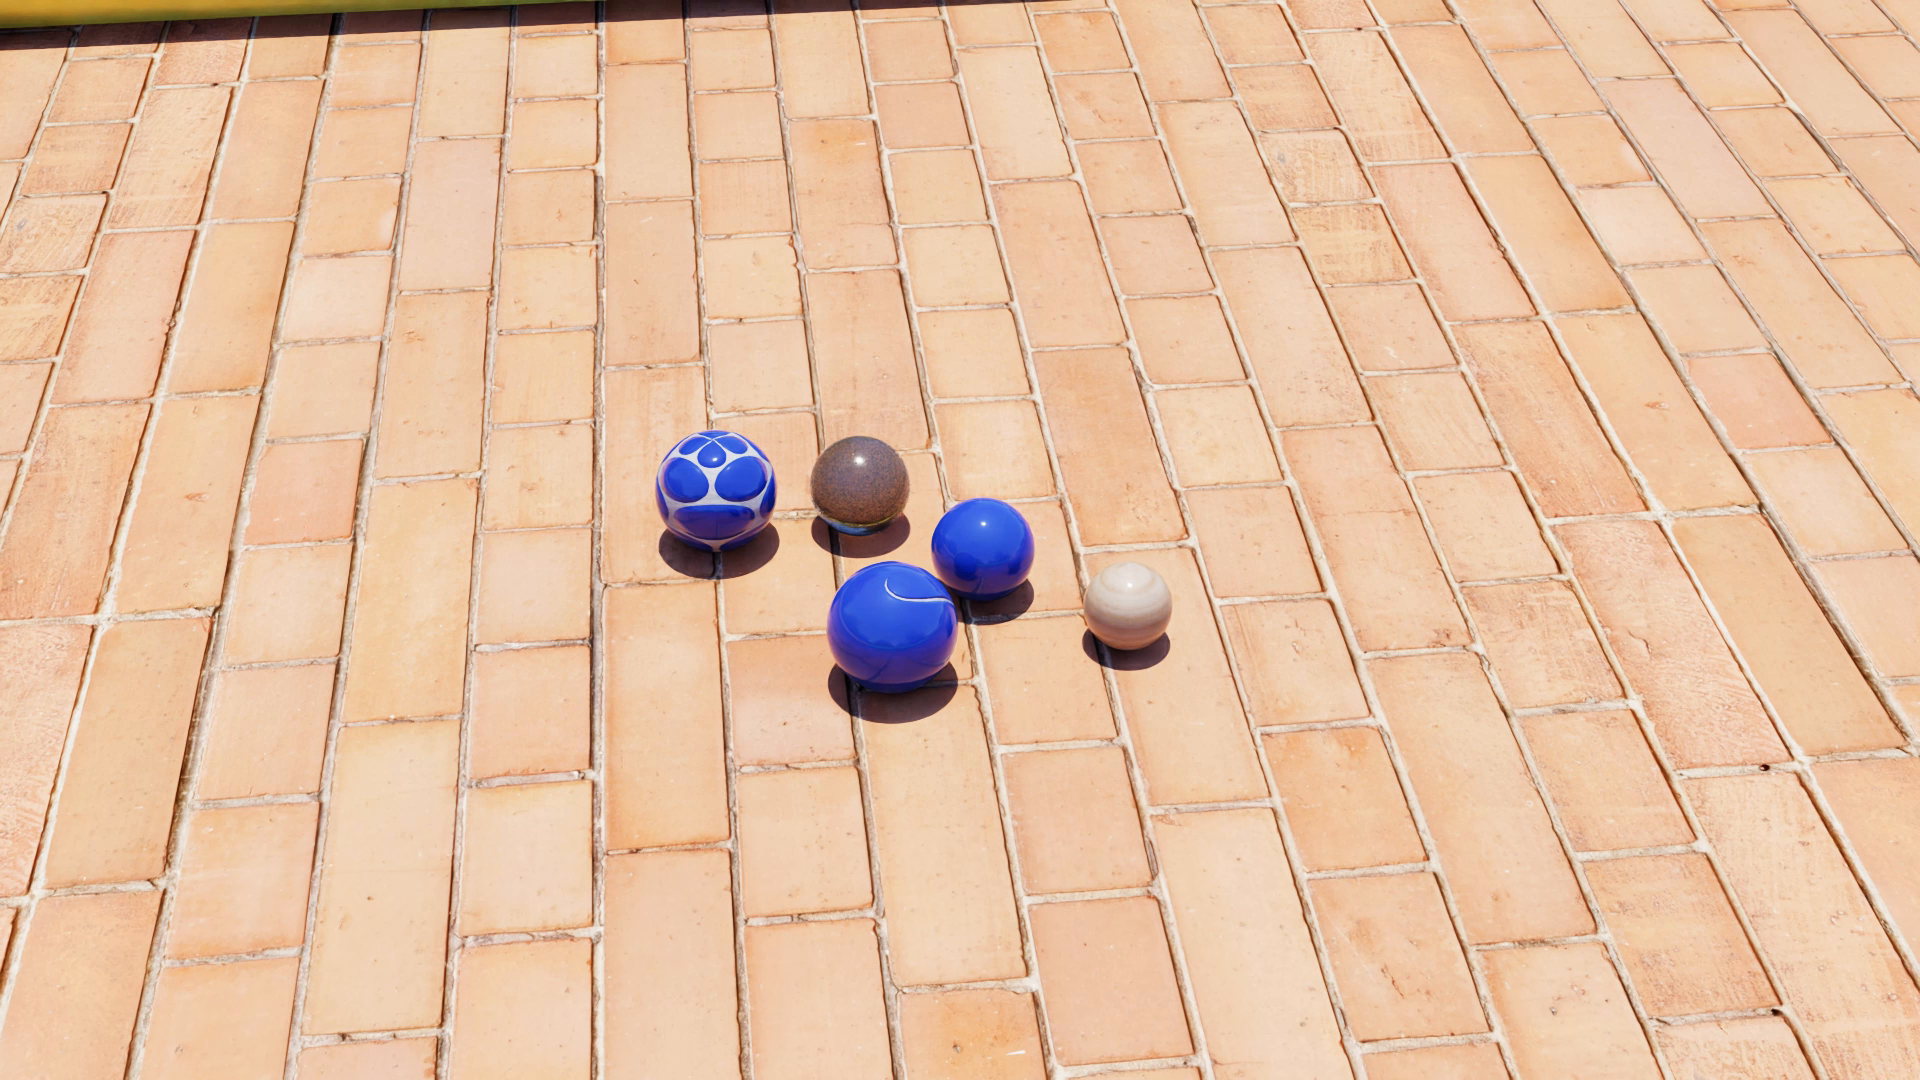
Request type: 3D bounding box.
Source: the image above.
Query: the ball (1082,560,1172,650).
[{"bbox_3d":[0.102,0.040,1.564,0.055,0.055,0.055,0,36,0],"label":"ball"}]

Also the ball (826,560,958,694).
[{"bbox_3d":[-0.040,0.052,1.527,0.079,0.079,0.079,0,36,0],"label":"ball"}]

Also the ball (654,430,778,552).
[{"bbox_3d":[-0.156,-0.031,1.641,0.079,0.079,0.079,0,36,0],"label":"ball"}]

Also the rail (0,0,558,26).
[{"bbox_3d":[0.718,-0.589,2.382,3.285,0.103,0.045,-4,36,-5],"label":"rail"}]

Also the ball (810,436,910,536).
[{"bbox_3d":[-0.065,-0.035,1.658,0.065,0.065,0.065,0,36,0],"label":"ball"}]

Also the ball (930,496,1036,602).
[{"bbox_3d":[0.014,0.006,1.601,0.066,0.066,0.066,0,36,0],"label":"ball"}]
